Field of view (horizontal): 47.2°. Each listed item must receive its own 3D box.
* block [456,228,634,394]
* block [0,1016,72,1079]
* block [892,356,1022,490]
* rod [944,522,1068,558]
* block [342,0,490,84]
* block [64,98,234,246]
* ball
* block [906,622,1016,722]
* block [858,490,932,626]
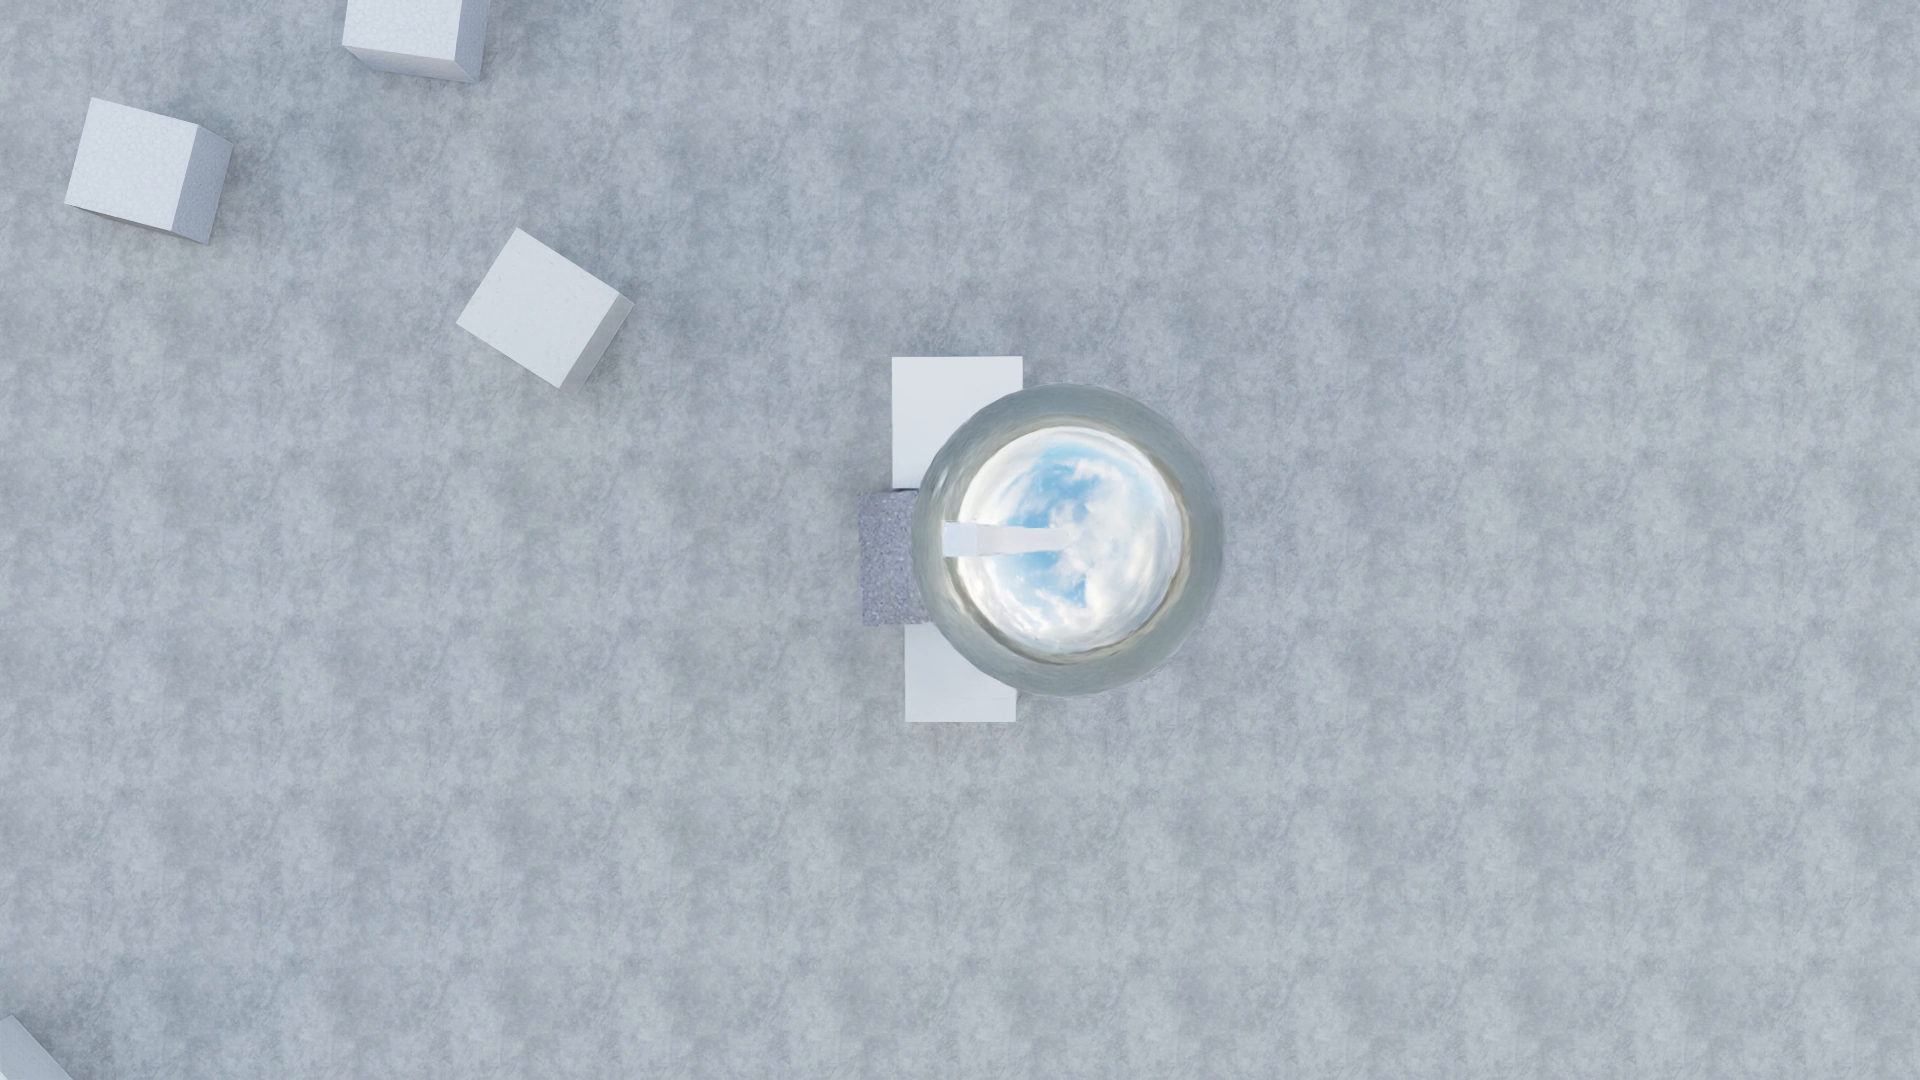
[{"bbox_3d":[-2.384,-1.311,12.707,0.688,0.585,0.642,33,90,0],"label":"block"},{"bbox_3d":[-5.613,3.272,12.709,0.652,0.582,0.667,-43,90,0],"label":"block"},{"bbox_3d":[-0.014,-0.664,12.692,0.736,0.615,0.735,0,90,0],"label":"block"},{"bbox_3d":[0.236,0.000,7.766,0.080,5.200,0.080,0,90,5],"label":"rod"},{"bbox_3d":[-3.113,-3.079,12.680,0.636,0.639,0.686,8,90,0],"label":"block"},{"bbox_3d":[-4.672,-2.120,12.698,0.621,0.605,0.619,15,90,0],"label":"block"},{"bbox_3d":[0.544,0.000,11.152,1.600,1.600,1.600,0,90,0],"label":"ball"},{"bbox_3d":[0.003,0.748,12.707,0.622,0.587,0.556,0,90,0],"label":"block"},{"bbox_3d":[-0.179,0.093,12.638,0.754,0.724,0.741,-3,90,0],"label":"block"}]
